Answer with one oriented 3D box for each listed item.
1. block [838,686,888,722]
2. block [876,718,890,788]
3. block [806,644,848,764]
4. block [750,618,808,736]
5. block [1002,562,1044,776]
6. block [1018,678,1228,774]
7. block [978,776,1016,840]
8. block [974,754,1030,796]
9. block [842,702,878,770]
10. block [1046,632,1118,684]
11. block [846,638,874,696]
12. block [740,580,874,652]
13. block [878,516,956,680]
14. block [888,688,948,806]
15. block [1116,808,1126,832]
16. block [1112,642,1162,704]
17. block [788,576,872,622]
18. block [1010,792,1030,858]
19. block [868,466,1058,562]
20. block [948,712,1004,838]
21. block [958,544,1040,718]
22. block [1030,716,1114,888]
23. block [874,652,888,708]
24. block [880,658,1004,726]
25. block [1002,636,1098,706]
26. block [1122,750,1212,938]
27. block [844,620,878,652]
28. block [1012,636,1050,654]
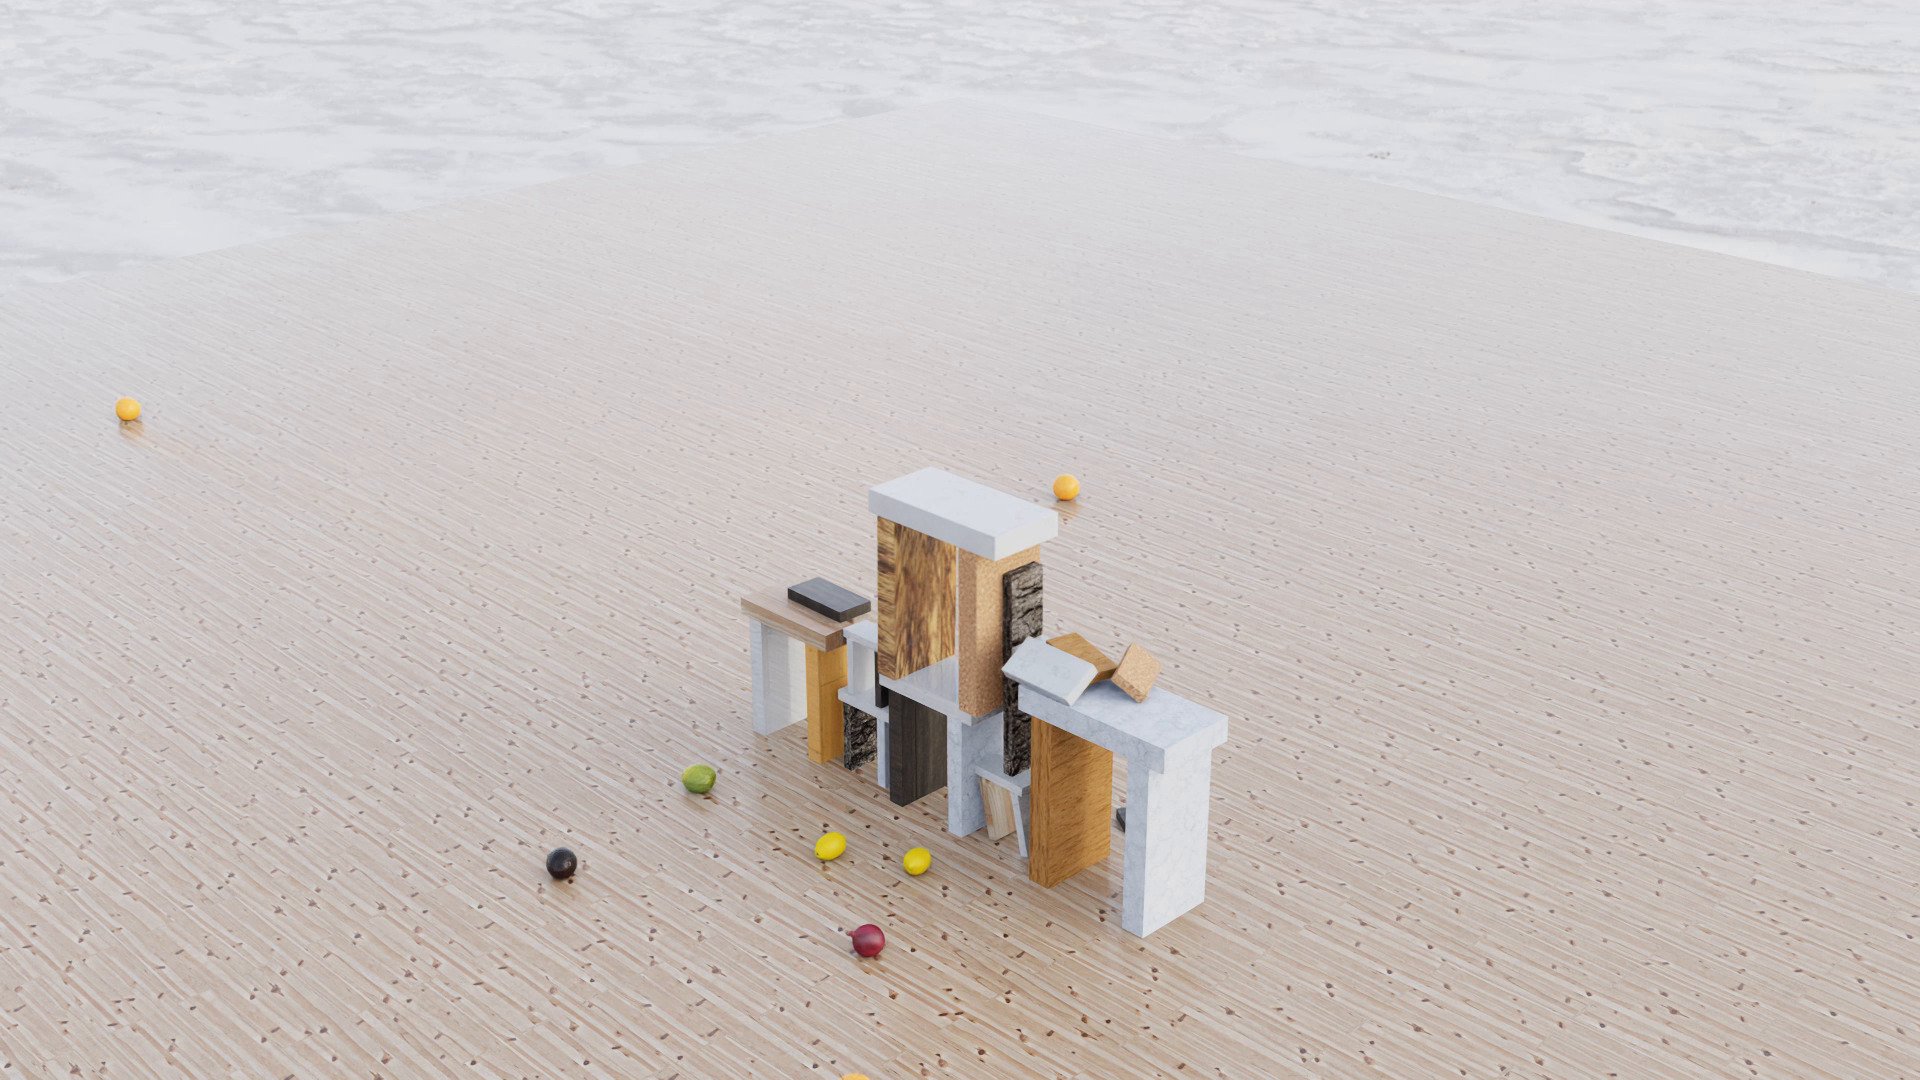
[{"bbox_3d":[-0.172,0.332,4.551,0.078,0.022,0.156,-21,31,-40],"label":"block"},{"bbox_3d":[-0.135,0.428,4.552,0.078,0.156,0.022,-21,31,-40],"label":"block"},{"bbox_3d":[-0.260,0.325,4.648,0.135,0.270,0.038,-21,31,-41],"label":"block"},{"bbox_3d":[-0.388,0.276,4.765,0.038,0.270,0.135,21,31,41],"label":"block"},{"bbox_3d":[0.121,0.251,4.240,0.085,0.424,0.024,-21,30,-40],"label":"block"},{"bbox_3d":[0.297,0.318,4.040,0.355,0.050,0.177,21,31,41],"label":"block"},{"bbox_3d":[0.077,0.522,4.362,0.066,0.131,0.019,-21,17,-40],"label":"block"},{"bbox_3d":[0.098,0.461,4.313,0.066,0.019,0.131,-20,30,-39],"label":"block"},{"bbox_3d":[-0.208,0.400,4.620,0.022,0.156,0.078,21,31,41],"label":"block"},{"bbox_3d":[0.228,0.220,4.110,0.070,0.020,0.139,-13,33,-31],"label":"block"},{"bbox_3d":[-0.204,0.253,4.549,0.063,0.125,0.018,-21,31,-40],"label":"block"},{"bbox_3d":[-0.324,0.159,4.647,0.270,0.038,0.135,21,31,41],"label":"block"},{"bbox_3d":[-0.085,0.092,4.352,0.048,0.340,0.170,22,31,40],"label":"block"},{"bbox_3d":[-0.085,0.402,4.482,0.037,0.258,0.129,21,31,41],"label":"block"},{"bbox_3d":[0.391,0.558,4.421,0.139,0.020,0.070,-5,23,-12],"label":"block"},{"bbox_3d":[0.328,0.245,4.075,0.070,0.020,0.140,39,28,-1],"label":"block"},{"bbox_3d":[-0.277,0.126,4.645,0.085,0.024,0.171,-20,30,-39],"label":"block"},{"bbox_3d":[0.139,0.547,4.303,0.066,0.131,0.019,-21,17,-40],"label":"block"},{"bbox_3d":[0.004,-0.053,4.198,0.340,0.048,0.170,21,31,40],"label":"block"},{"bbox_3d":[0.036,0.450,4.371,0.129,0.258,0.037,-21,31,-40],"label":"block"},{"bbox_3d":[0.075,0.153,4.209,0.170,0.340,0.048,-21,31,-40],"label":"block"},{"bbox_3d":[0.213,0.471,4.196,0.050,0.355,0.177,21,31,41],"label":"block"},{"bbox_3d":[-0.145,0.276,4.495,0.063,0.125,0.018,-21,31,-40],"label":"block"},{"bbox_3d":[-0.025,0.290,4.368,0.258,0.037,0.129,21,31,40],"label":"block"},{"bbox_3d":[0.165,0.242,4.068,0.169,0.024,0.085,23,66,42],"label":"block"},{"bbox_3d":[0.380,0.537,4.042,0.050,0.355,0.177,21,31,41],"label":"block"},{"bbox_3d":[-0.174,0.199,4.494,0.063,0.018,0.125,-21,30,-40],"label":"block"},{"bbox_3d":[0.187,0.229,4.155,0.085,0.024,0.169,-21,31,-40],"label":"block"}]
